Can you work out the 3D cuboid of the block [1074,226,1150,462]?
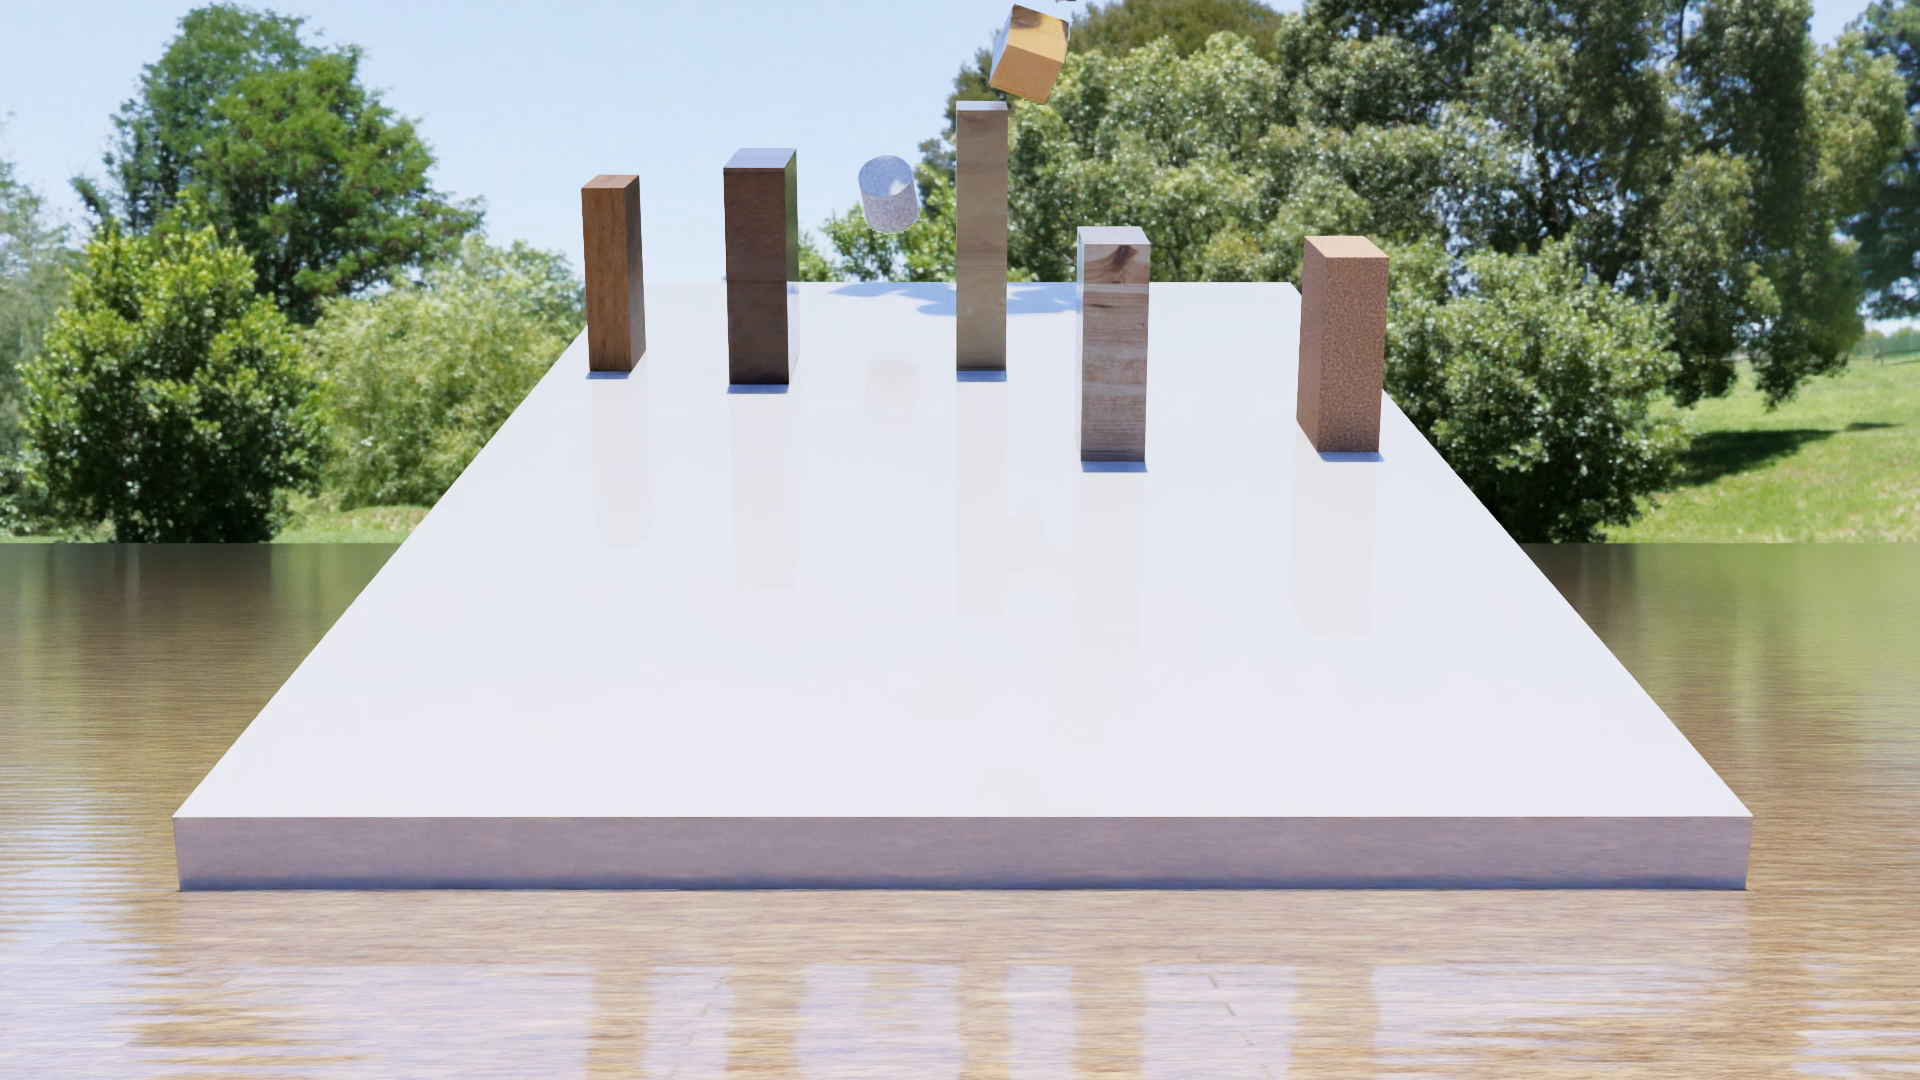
[{"bbox_3d":[0.314,-0.410,4.599,0.132,0.448,0.241,0,16,0],"label":"block"}]

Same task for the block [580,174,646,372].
[{"bbox_3d":[-0.852,-0.662,5.459,0.103,0.446,0.265,0,16,0],"label":"block"}]

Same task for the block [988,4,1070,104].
[{"bbox_3d":[0.192,-1.354,6.160,0.165,0.165,0.165,16,-36,-10],"label":"block"}]

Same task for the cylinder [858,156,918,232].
[{"bbox_3d":[-0.212,-1.023,6.540,0.160,0.160,0.160,0,-32,7],"label":"cylinder"}]

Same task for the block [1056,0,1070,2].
[{"bbox_3d":[0.333,-1.692,6.593,0.116,0.116,0.116,-1,-30,21],"label":"block"}]

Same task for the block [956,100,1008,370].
[{"bbox_3d":[0.052,-0.748,5.432,0.122,0.628,0.241,0,16,0],"label":"block"}]

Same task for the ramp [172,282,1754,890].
[{"bbox_3d":[-0.002,-0.164,4.730,2.000,0.100,4.000,0,16,0],"label":"ramp"}]

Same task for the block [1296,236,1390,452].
[{"bbox_3d":[0.810,-0.421,4.706,0.129,0.409,0.293,0,16,0],"label":"block"}]

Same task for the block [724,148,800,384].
[{"bbox_3d":[-0.477,-0.672,5.378,0.142,0.512,0.408,0,16,0],"label":"block"}]
